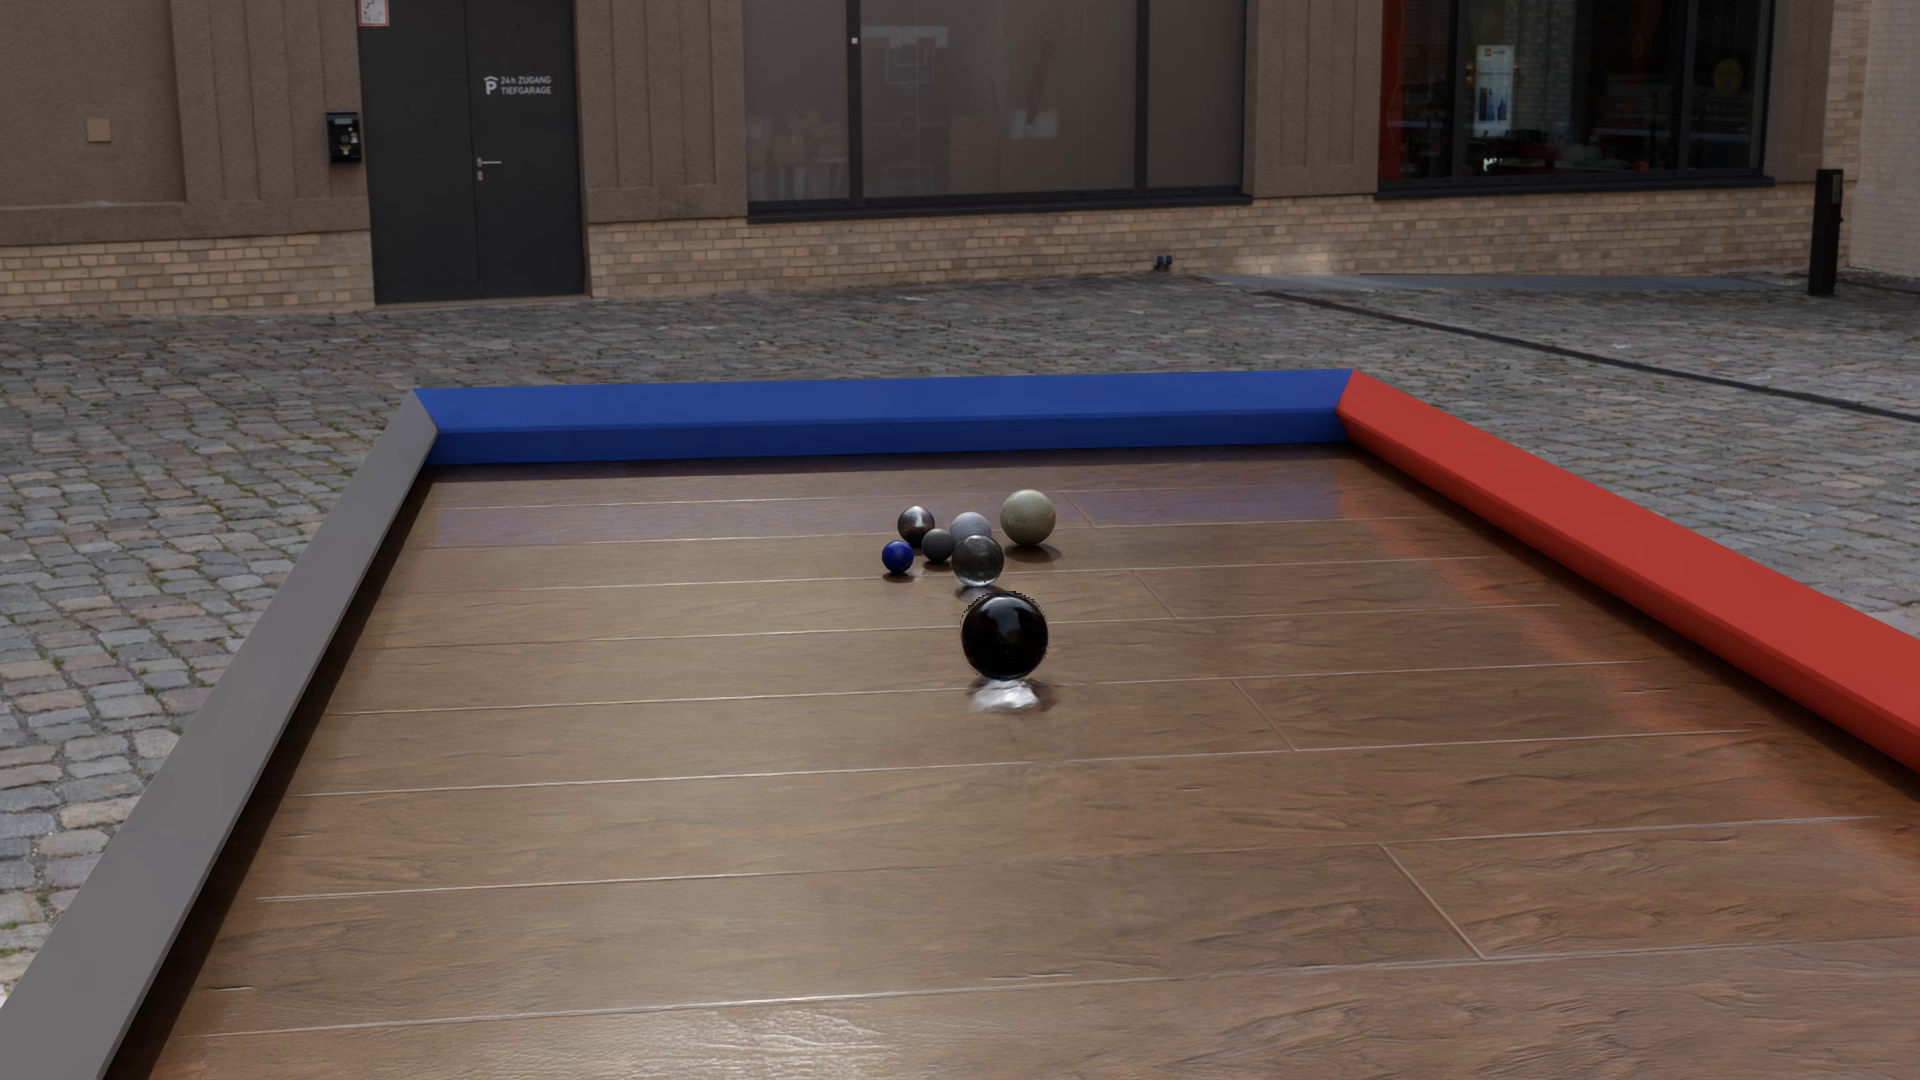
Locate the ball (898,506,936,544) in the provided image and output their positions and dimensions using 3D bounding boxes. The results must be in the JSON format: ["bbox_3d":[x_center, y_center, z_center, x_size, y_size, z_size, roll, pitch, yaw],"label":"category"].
[{"bbox_3d":[-0.060,-0.020,3.005,0.052,0.052,0.052,0,13,0],"label":"ball"}]

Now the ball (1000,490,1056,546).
[{"bbox_3d":[0.093,-0.031,2.996,0.077,0.077,0.077,0,13,0],"label":"ball"}]

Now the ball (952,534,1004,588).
[{"bbox_3d":[0.022,0.026,2.773,0.067,0.067,0.067,0,13,0],"label":"ball"}]

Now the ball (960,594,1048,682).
[{"bbox_3d":[0.048,0.105,2.372,0.095,0.095,0.095,0,13,0],"label":"ball"}]

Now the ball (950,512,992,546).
[{"bbox_3d":[0.014,-0.009,2.948,0.057,0.057,0.057,0,13,0],"label":"ball"}]

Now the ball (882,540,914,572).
[{"bbox_3d":[-0.081,0.022,2.847,0.042,0.042,0.042,0,13,0],"label":"ball"}]

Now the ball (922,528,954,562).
[{"bbox_3d":[-0.029,0.007,2.907,0.044,0.044,0.044,0,13,0],"label":"ball"}]

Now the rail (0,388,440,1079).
[{"bbox_3d":[-0.648,0.163,2.050,0.045,0.123,3.104,-2,13,-8],"label":"rail"}]

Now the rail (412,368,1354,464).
[{"bbox_3d":[-0.103,-0.202,3.626,1.568,0.123,0.045,-2,13,-8],"label":"rail"}]

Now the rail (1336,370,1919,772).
[{"bbox_3d":[0.859,0.117,2.253,0.045,0.123,3.104,-2,13,-8],"label":"rail"}]
